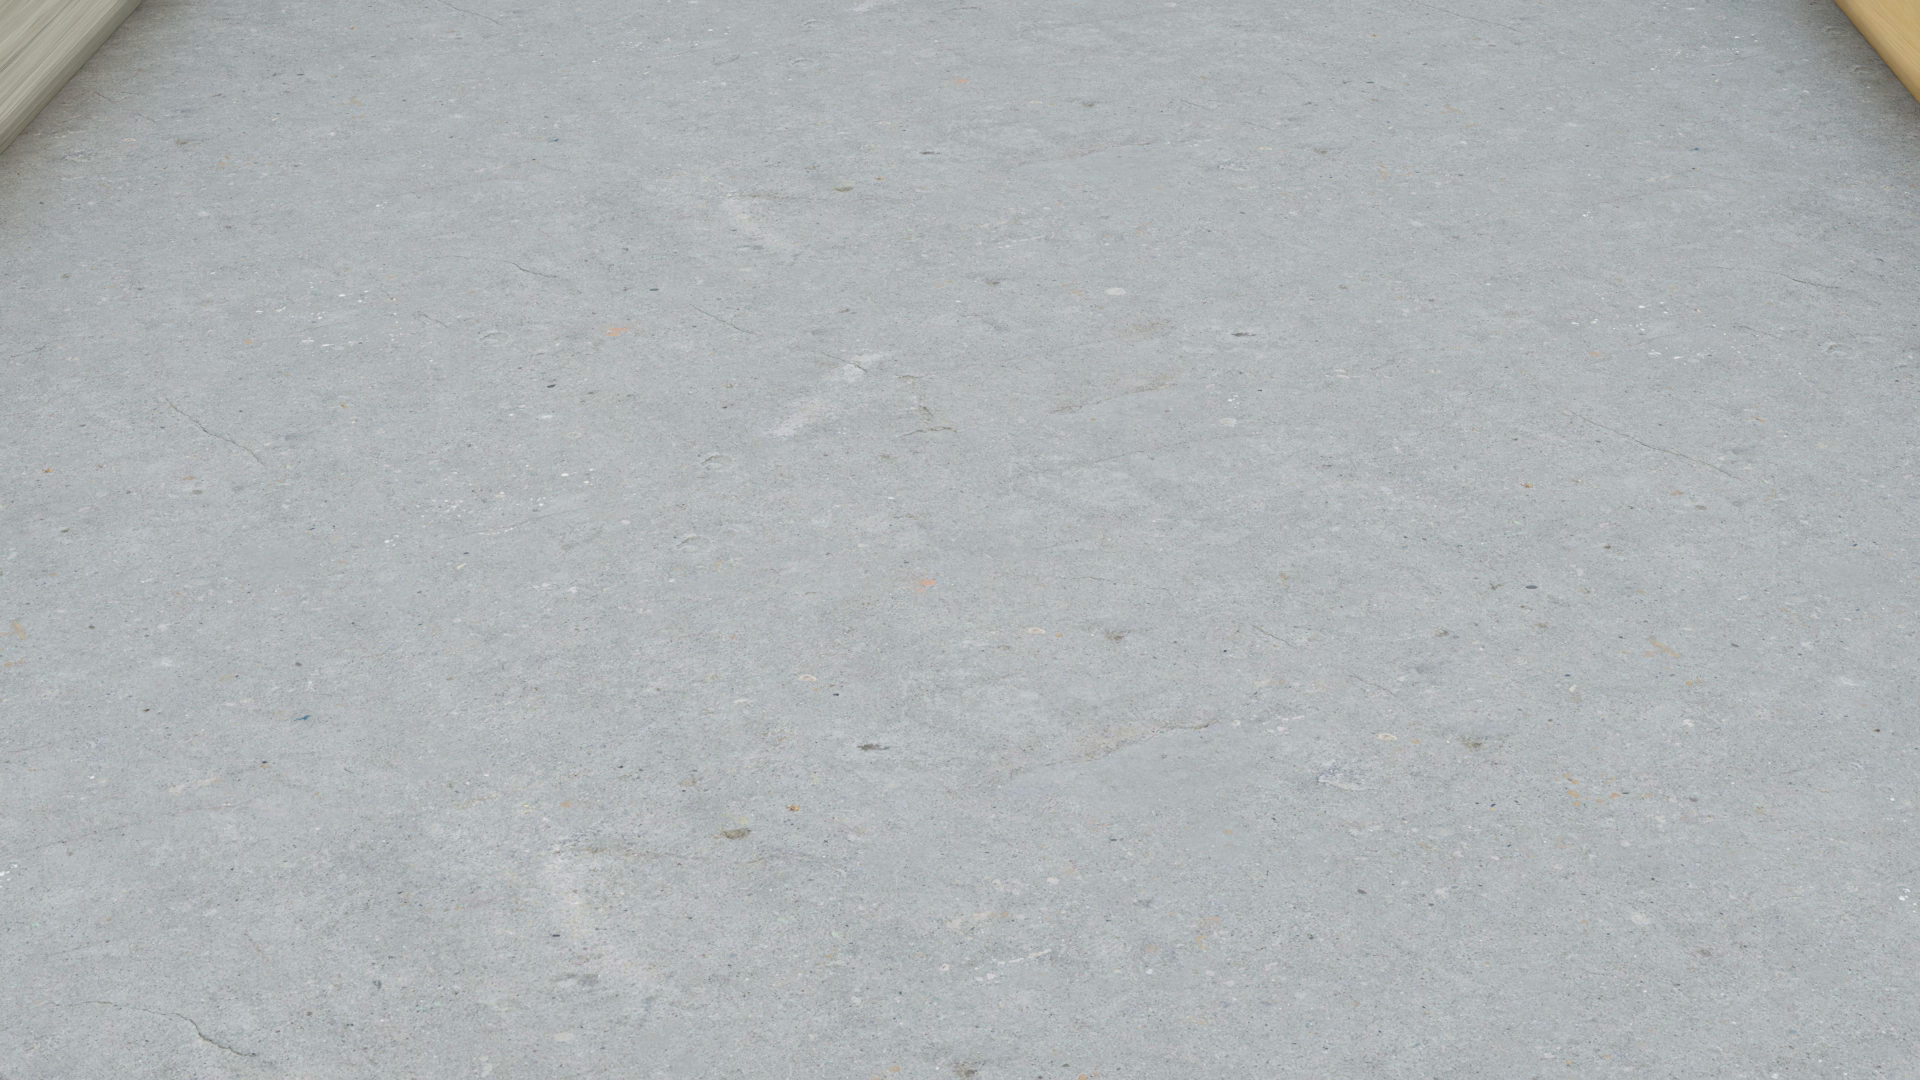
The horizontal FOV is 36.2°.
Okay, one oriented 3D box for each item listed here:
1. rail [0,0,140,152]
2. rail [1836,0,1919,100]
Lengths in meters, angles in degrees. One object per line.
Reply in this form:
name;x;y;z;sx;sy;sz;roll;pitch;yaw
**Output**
rail;-0.814;-0.379;2.511;0.045;0.120;3.027;1;27;1
rail;0.849;-0.361;2.476;0.045;0.120;3.027;1;27;1
